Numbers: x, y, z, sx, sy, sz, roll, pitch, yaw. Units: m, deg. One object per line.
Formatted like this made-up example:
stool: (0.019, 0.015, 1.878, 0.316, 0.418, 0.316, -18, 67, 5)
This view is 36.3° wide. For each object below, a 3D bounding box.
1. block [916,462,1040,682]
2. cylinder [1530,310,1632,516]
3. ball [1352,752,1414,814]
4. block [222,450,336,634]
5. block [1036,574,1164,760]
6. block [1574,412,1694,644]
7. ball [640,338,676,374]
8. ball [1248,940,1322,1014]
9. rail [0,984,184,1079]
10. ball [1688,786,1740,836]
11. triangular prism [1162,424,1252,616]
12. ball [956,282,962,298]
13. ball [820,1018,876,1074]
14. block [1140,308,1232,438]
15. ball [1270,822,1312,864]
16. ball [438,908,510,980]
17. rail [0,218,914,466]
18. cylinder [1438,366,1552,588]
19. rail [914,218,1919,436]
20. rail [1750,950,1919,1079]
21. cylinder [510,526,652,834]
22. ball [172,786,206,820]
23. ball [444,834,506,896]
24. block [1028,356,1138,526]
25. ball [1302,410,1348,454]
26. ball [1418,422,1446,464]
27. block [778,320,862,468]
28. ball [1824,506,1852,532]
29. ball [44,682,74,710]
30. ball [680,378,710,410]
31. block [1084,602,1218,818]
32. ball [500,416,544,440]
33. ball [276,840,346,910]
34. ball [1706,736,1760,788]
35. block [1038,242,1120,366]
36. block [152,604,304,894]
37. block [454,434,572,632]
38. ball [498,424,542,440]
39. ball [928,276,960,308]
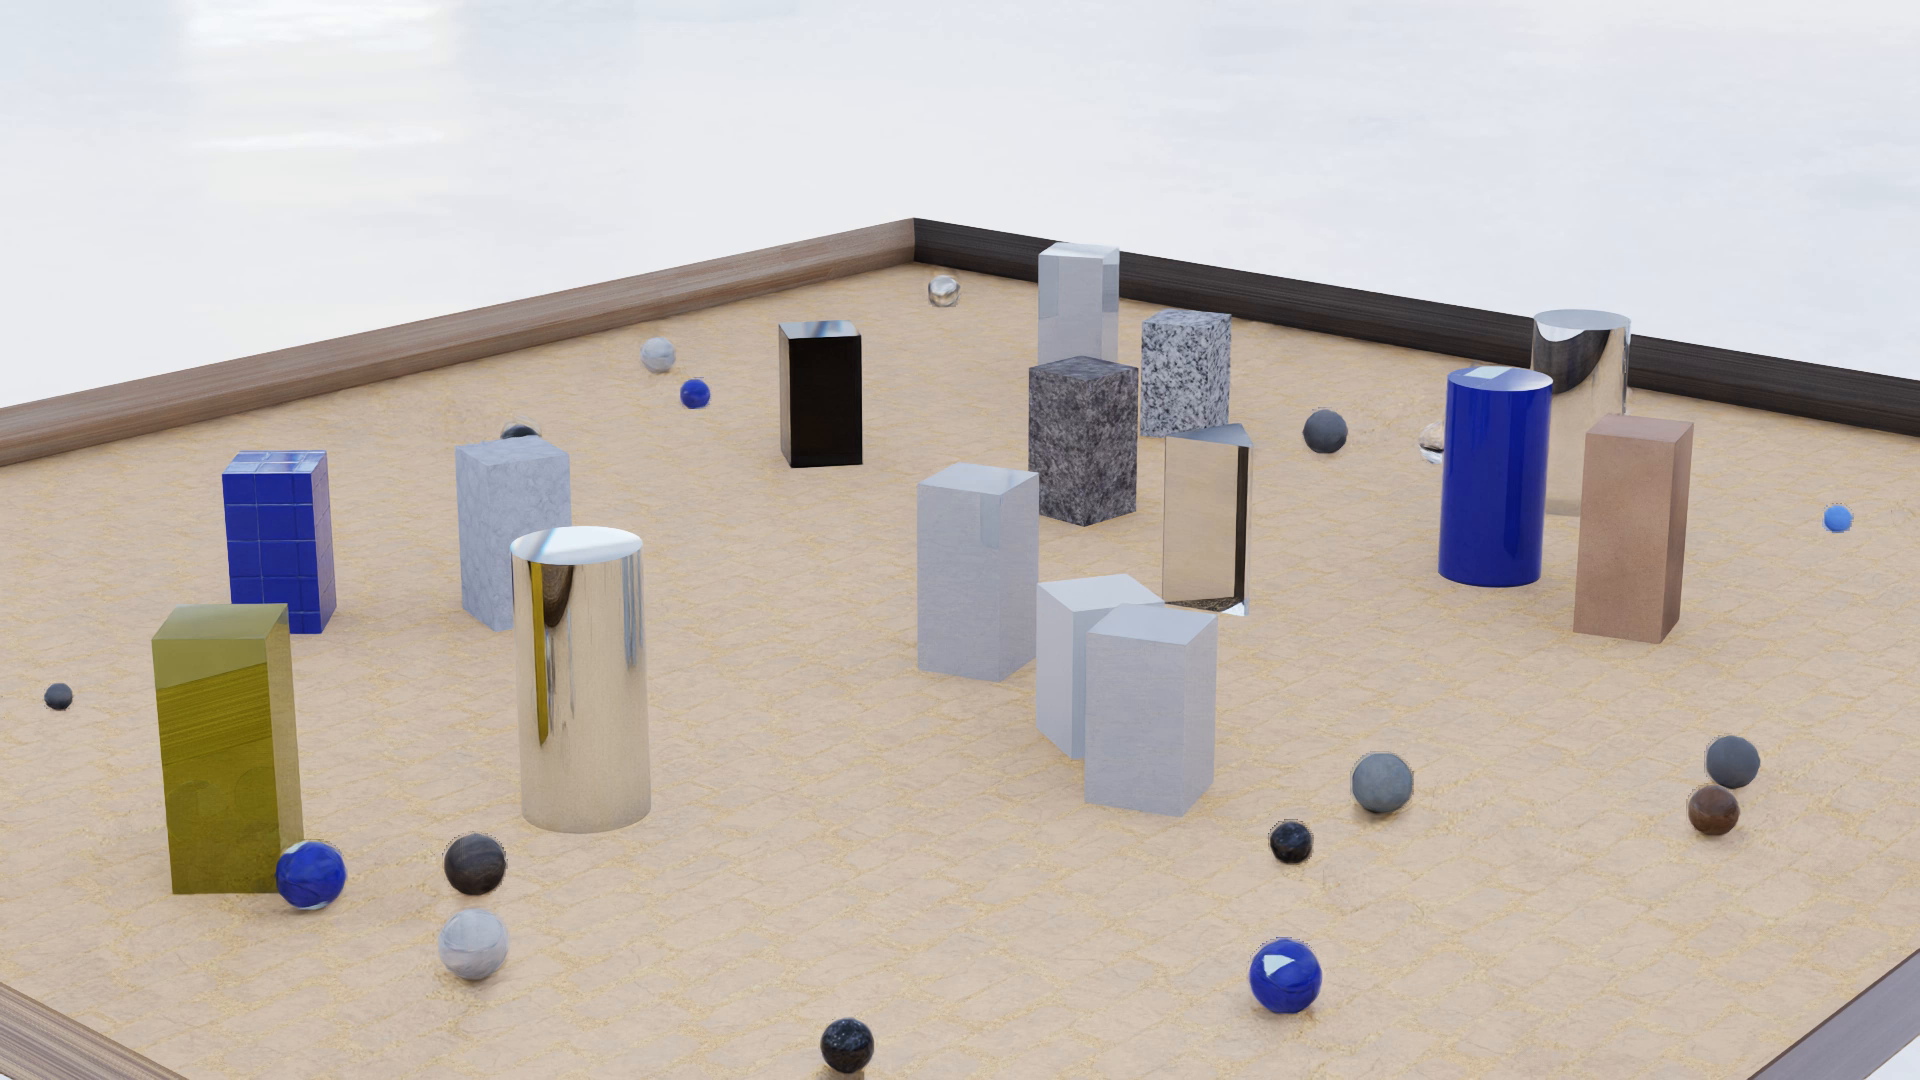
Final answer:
block: (0.030, 0.050, 4.724, 0.146, 0.311, 0.146, 8, 19, 25)
cylinder: (1.179, -0.244, 5.607, 0.183, 0.363, 0.183, 0, 17, 0)
ball: (0.597, 0.344, 4.143, 0.086, 0.086, 0.086, 0, 17, 0)
block: (-1.144, 0.003, 4.936, 0.146, 0.279, 0.146, 0, 17, -2)
block: (0.209, 0.188, 4.408, 0.146, 0.231, 0.146, -6, 18, -19)
block: (1.125, -0.021, 4.900, 0.146, 0.345, 0.146, 8, 19, 24)
ball: (-0.687, -0.421, 6.675, 0.082, 0.082, 0.082, 0, 17, 0)
ball: (0.392, 0.527, 3.535, 0.089, 0.089, 0.089, 0, 17, 0)
rail: (-1.366, 0.486, 3.616, 3.990, 0.119, 0.045, 14, 22, 39)
ball: (1.045, 0.376, 4.066, 0.070, 0.070, 0.070, 0, 17, 0)
triangular prism: (0.451, -0.042, 5.051, 0.158, 0.298, 0.137, 9, 19, 26)
ball: (-0.024, -0.628, 7.408, 0.054, 0.054, 0.054, 0, 17, 0)
ball: (-0.130, 0.584, 3.390, 0.063, 0.063, 0.063, 0, 17, 0)
block: (0.474, -0.346, 6.152, 0.146, 0.243, 0.146, 7, 18, 22)
ball: (0.449, 0.410, 3.973, 0.058, 0.058, 0.058, 0, 17, 0)
ball: (-0.602, 0.500, 3.627, 0.087, 0.087, 0.087, 0, 17, 0)
rail: (-1.488, -0.345, 6.358, 0.045, 0.119, 4.214, 14, 22, 39)
cylinder: (0.945, -0.113, 5.186, 0.183, 0.356, 0.183, 0, 17, 0)
rail: (1.366, -0.426, 6.627, 3.990, 0.119, 0.045, 14, 22, 39)
rail: (1.488, 0.404, 3.885, 0.045, 0.119, 4.214, 14, 22, 39)
cylinder: (-0.530, 0.195, 4.109, 0.183, 0.392, 0.183, 0, 17, 0)
ball: (-1.085, 0.370, 4.127, 0.046, 0.046, 0.046, 0, 17, 0)
ball: (-0.641, 0.429, 3.873, 0.081, 0.081, 0.081, 0, 17, 0)
block: (0.233, -0.190, 5.567, 0.146, 0.282, 0.146, 16, 23, 43)
ball: (0.748, -0.221, 5.999, 0.091, 0.091, 0.091, 0, 17, 0)
ball: (0.969, -0.196, 5.927, 0.085, 0.085, 0.085, 0, 17, 0)
block: (-0.283, -0.297, 5.947, 0.146, 0.268, 0.146, -3, 17, -11)
ball: (1.638, -0.040, 5.472, 0.051, 0.051, 0.051, 0, 17, 0)
ball: (-1.399, 0.243, 4.551, 0.043, 0.043, 0.043, 0, 17, 0)
ball: (-0.574, -0.316, 6.356, 0.067, 0.067, 0.067, 0, 17, 0)
block: (0.273, 0.241, 4.189, 0.146, 0.257, 0.146, 7, 18, 22)
ball: (-0.893, -0.210, 5.974, 0.086, 0.086, 0.086, 0, 17, 0)
ball: (-0.848, 0.438, 3.827, 0.090, 0.090, 0.090, 0, 17, 0)
ball: (1.116, 0.321, 4.236, 0.076, 0.076, 0.076, 0, 17, 0)
block: (0.265, -0.499, 6.553, 0.146, 0.302, 0.146, 5, 18, 17)
block: (-0.970, 0.277, 3.899, 0.146, 0.356, 0.146, 0, 17, -1)
block: (-0.754, -0.013, 4.971, 0.146, 0.289, 0.146, -10, 19, -29)
ball: (-0.882, -0.187, 5.889, 0.091, 0.091, 0.091, 0, 17, 0)
ball: (-0.042, -0.621, 7.340, 0.081, 0.081, 0.081, 0, 17, 0)
